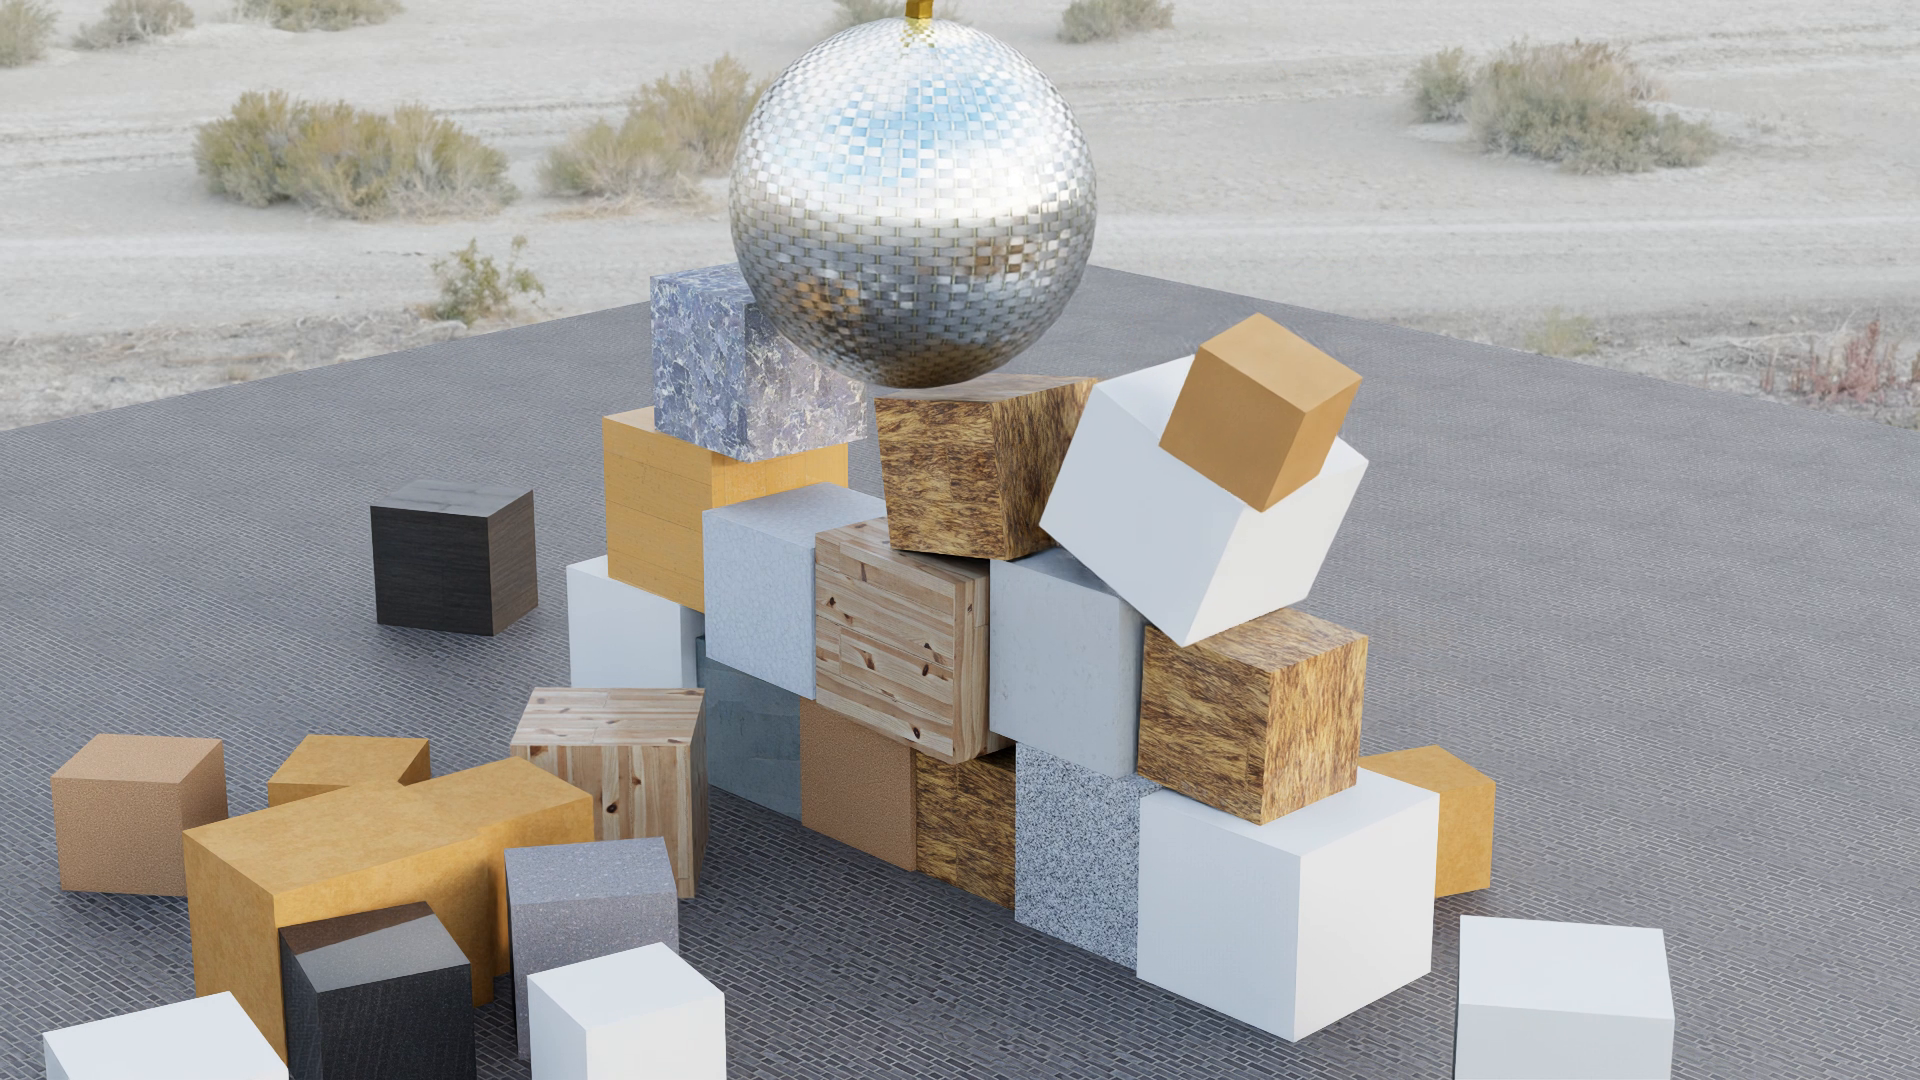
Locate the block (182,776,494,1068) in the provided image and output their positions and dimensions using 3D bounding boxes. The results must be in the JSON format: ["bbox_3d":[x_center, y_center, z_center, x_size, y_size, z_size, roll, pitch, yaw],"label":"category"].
[{"bbox_3d":[-2.568,1.559,12.129,0.947,0.753,0.818,-14,22,-37],"label":"block"}]

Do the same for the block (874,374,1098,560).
[{"bbox_3d":[0.146,-0.337,12.928,0.653,0.680,0.744,-16,14,-41],"label":"block"}]

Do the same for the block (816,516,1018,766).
[{"bbox_3d":[-0.040,0.398,13.293,0.808,0.832,0.953,-15,23,-39],"label":"block"}]

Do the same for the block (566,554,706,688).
[{"bbox_3d":[-1.369,0.577,14.955,0.886,0.933,0.869,17,24,42],"label":"block"}]

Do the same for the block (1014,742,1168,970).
[{"bbox_3d":[0.798,1.277,12.877,0.759,0.843,0.812,17,24,42],"label":"block"}]

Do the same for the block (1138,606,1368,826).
[{"bbox_3d":[1.217,0.692,12.240,0.629,0.672,0.674,-17,27,-42],"label":"block"}]

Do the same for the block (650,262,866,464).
[{"bbox_3d":[-0.961,-0.871,13.985,0.697,0.754,0.775,-14,22,-37],"label":"block"}]

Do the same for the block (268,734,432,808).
[{"bbox_3d":[-2.758,1.271,13.335,0.571,0.579,0.589,2,18,5],"label":"block"}]

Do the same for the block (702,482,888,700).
[{"bbox_3d":[-0.667,0.225,13.915,0.760,0.729,0.802,-15,23,-40],"label":"block"}]

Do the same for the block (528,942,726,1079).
[{"bbox_3d":[-1.256,1.960,11.088,0.563,0.613,0.528,-10,20,-30],"label":"block"}]

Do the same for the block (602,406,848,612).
[{"bbox_3d":[-1.154,-0.204,14.502,0.851,0.828,0.855,-16,23,-41],"label":"block"}]

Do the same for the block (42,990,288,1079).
[{"bbox_3d":[-2.801,2.127,10.415,0.676,0.696,0.697,-10,20,-28],"label":"block"}]

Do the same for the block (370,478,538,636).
[{"bbox_3d":[-2.902,0.094,16.864,0.735,0.708,0.582,6,18,17],"label":"block"}]

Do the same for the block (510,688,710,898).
[{"bbox_3d":[-1.592,1.152,13.450,0.798,0.737,0.737,0,17,1],"label":"block"}]

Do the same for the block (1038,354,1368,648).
[{"bbox_3d":[1.009,-0.193,12.205,0.830,0.733,0.861,-19,50,-44],"label":"block"}]

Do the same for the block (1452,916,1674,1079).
[{"bbox_3d":[2.226,1.932,10.927,0.755,0.762,0.761,3,18,9],"label":"block"}]

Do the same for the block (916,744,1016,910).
[{"bbox_3d":[0.284,1.208,13.407,0.687,0.656,0.676,-17,24,-42],"label":"block"}]

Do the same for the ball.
[{"bbox_3d":[-0.202,-1.452,12.674,1.600,1.600,1.600,0,17,0],"label":"ball"}]

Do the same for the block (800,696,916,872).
[{"bbox_3d":[-0.236,1.027,13.878,0.712,0.720,0.760,-16,24,-42],"label":"block"}]

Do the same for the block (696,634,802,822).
[{"bbox_3d":[-0.763,0.839,14.429,0.724,0.748,0.777,-17,24,-42],"label":"block"}]

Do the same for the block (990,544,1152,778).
[{"bbox_3d":[0.682,0.458,12.736,0.787,0.802,0.774,-16,23,-40],"label":"block"}]

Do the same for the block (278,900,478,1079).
[{"bbox_3d":[-2.266,1.857,11.414,0.590,0.613,0.631,-8,19,-24],"label":"block"}]

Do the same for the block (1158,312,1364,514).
[{"bbox_3d":[1.192,-0.510,11.644,0.509,0.491,0.480,34,36,20],"label":"block"}]

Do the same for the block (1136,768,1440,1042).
[{"bbox_3d":[1.377,1.457,12.344,0.923,0.817,0.851,-17,24,-42],"label":"block"}]

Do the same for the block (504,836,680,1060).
[{"bbox_3d":[-1.499,1.656,11.948,0.654,0.676,0.562,-3,18,-11],"label":"block"}]

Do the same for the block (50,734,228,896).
[{"bbox_3d":[-3.744,1.255,13.433,0.599,0.551,0.543,2,18,7],"label":"block"}]

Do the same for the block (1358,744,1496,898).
[{"bbox_3d":[2.071,1.295,13.365,0.517,0.516,0.498,-7,19,-22],"label":"block"}]

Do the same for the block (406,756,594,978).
[{"bbox_3d":[-2.013,1.417,12.688,0.637,0.693,0.615,-14,22,-37],"label":"block"}]

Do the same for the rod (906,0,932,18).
[{"bbox_3d":[-0.088,-4.726,11.765,0.080,5.200,0.080,17,21,42],"label":"rod"}]
